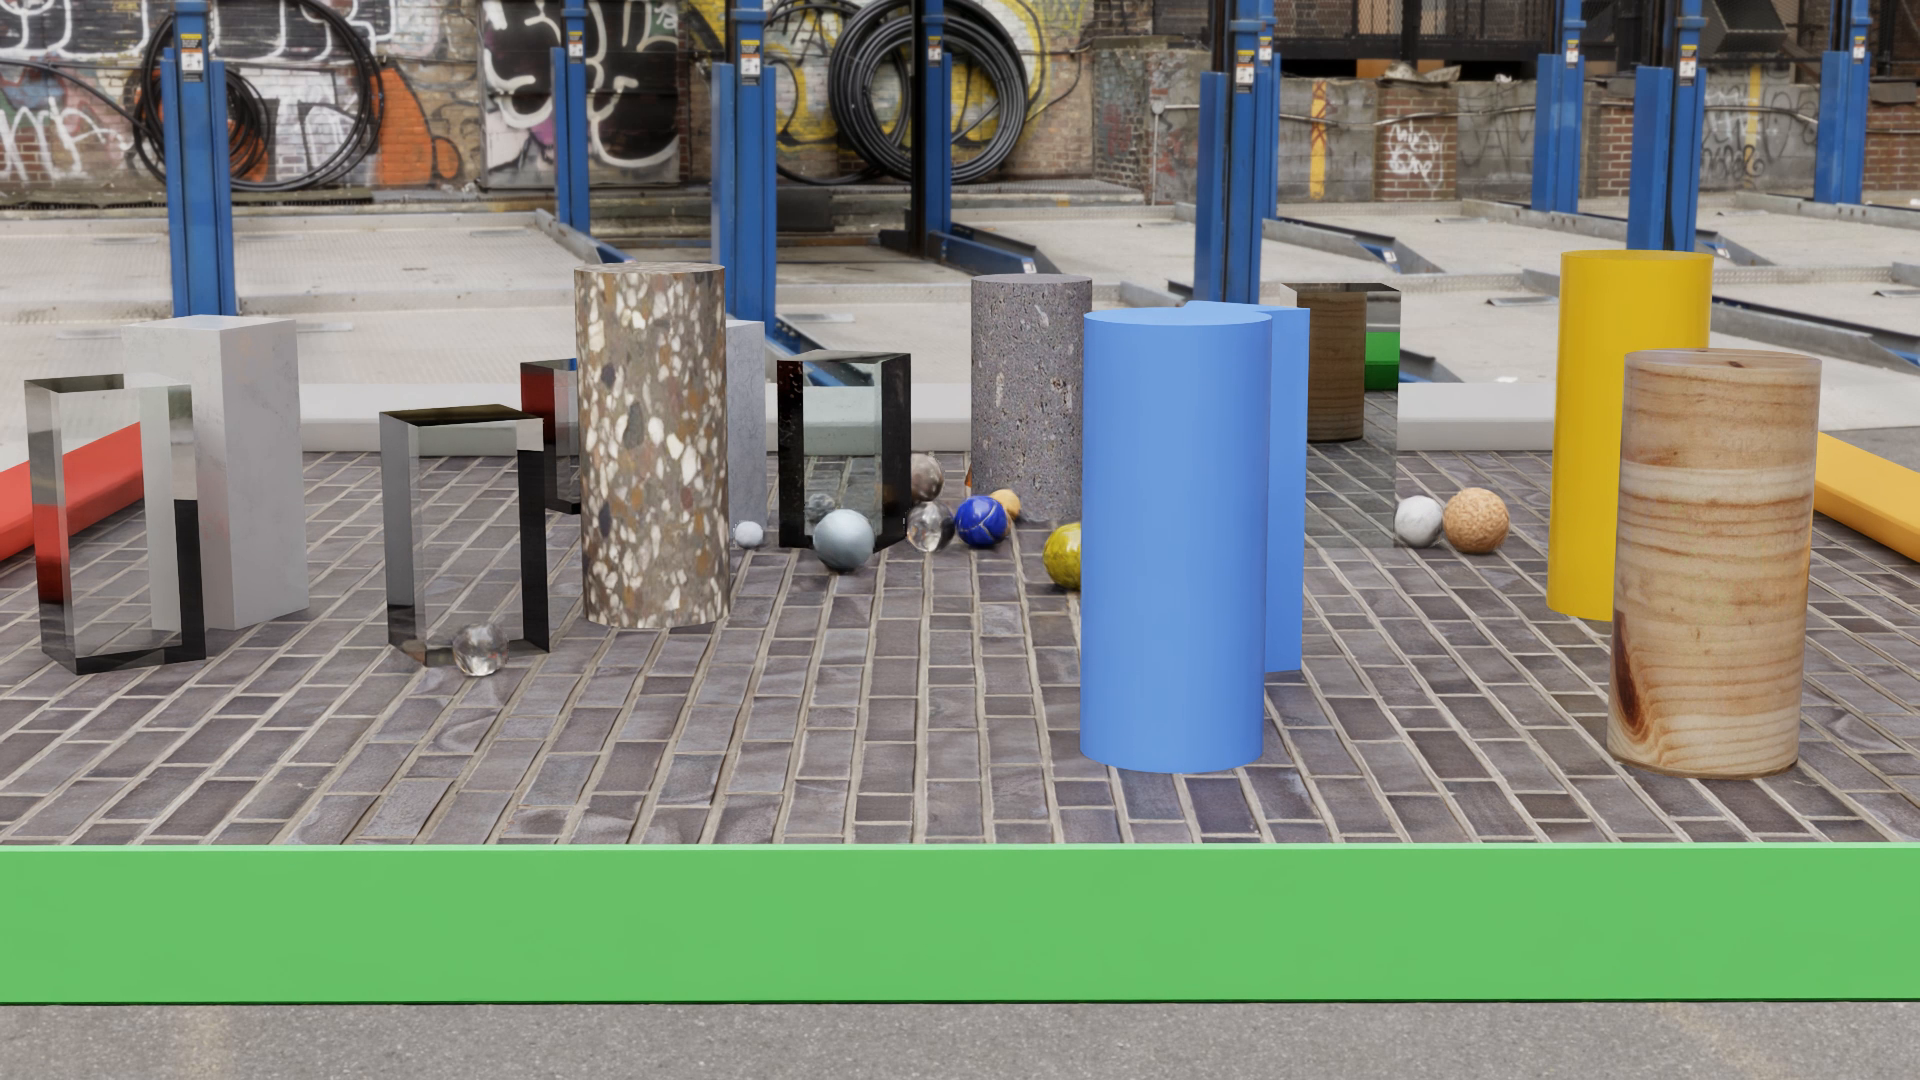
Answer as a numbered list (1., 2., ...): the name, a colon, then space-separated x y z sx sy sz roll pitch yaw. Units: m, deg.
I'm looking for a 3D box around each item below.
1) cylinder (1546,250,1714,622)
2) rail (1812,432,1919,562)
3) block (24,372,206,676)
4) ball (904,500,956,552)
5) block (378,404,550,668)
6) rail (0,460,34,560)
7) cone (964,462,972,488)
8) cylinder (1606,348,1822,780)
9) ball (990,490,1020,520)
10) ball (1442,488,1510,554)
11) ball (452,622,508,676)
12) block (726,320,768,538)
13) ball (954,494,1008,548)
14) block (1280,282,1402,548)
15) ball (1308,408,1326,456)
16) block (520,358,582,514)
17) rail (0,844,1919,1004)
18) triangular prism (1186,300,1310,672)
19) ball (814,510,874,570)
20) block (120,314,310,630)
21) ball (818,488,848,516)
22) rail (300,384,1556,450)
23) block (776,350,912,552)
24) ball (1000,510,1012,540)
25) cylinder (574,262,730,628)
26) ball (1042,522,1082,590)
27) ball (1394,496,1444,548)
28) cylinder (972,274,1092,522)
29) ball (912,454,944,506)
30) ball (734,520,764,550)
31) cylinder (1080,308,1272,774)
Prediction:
1. cylinder: 0.899 -0.144 3.449 0.197 0.478 0.197 0 10 0
2. rail: 1.403 0.031 3.457 0.045 0.128 2.940 0 10 0
3. block: -1.045 -0.025 3.175 0.158 0.343 0.158 -7 13 -33
4. ball: -0.045 -0.021 3.884 0.077 0.077 0.077 0 10 0
5. block: -0.622 -0.009 3.219 0.158 0.297 0.158 -6 12 -29
6. rail: -1.403 0.034 3.441 0.045 0.128 2.940 0 10 0
7. cone: 0.106 -0.251 4.497 0.197 0.306 0.197 0 10 0
8. cylinder: 0.792 0.020 2.704 0.197 0.426 0.197 0 10 0
9. ball: 0.069 -0.054 4.122 0.056 0.056 0.056 0 10 0
10. ball: 0.778 -0.029 3.871 0.099 0.099 0.099 0 10 0
11. ball: -0.579 0.131 3.097 0.065 0.065 0.065 0 10 0
12. block: -0.415 -0.175 4.026 0.158 0.329 0.158 6 12 30
13. ball: 0.032 -0.028 3.916 0.081 0.081 0.081 0 10 0
14. block: 0.580 -0.194 3.958 0.158 0.391 0.158 0 11 -2
15. ball: 0.638 -0.202 4.809 0.097 0.097 0.097 0 10 0
16. block: -0.624 -0.178 4.292 0.158 0.237 0.158 -8 13 -38
17. rail: 0.008 0.296 2.027 2.853 0.128 0.045 0 10 0
18. triangular prism: 0.312 -0.066 3.136 0.171 0.440 0.148 -4 11 -20
19. ball: -0.169 0.000 3.739 0.090 0.090 0.090 0 10 0
20. block: -0.988 -0.094 3.412 0.158 0.393 0.158 4 11 22
21. ball: -0.207 -0.061 4.179 0.049 0.049 0.049 0 10 0
22. rail: -0.008 -0.230 4.871 2.853 0.128 0.045 0 10 0
23. block: -0.176 -0.140 3.951 0.158 0.287 0.158 4 11 19
24. ball: 0.055 -0.026 3.981 0.053 0.053 0.053 0 10 0
25. cylinder: -0.408 -0.130 3.416 0.197 0.463 0.197 0 10 0
26. ball: 0.164 0.023 3.596 0.096 0.096 0.096 0 10 0
27. ball: 0.701 -0.028 3.921 0.079 0.079 0.079 0 10 0
28. cylinder: 0.117 -0.237 4.208 0.197 0.384 0.197 0 10 0
29. ball: -0.071 -0.101 4.289 0.087 0.087 0.087 0 10 0
30. ball: -0.321 -0.007 3.903 0.044 0.044 0.044 0 10 0
31. cylinder: 0.228 -0.005 2.727 0.197 0.467 0.197 0 10 0
